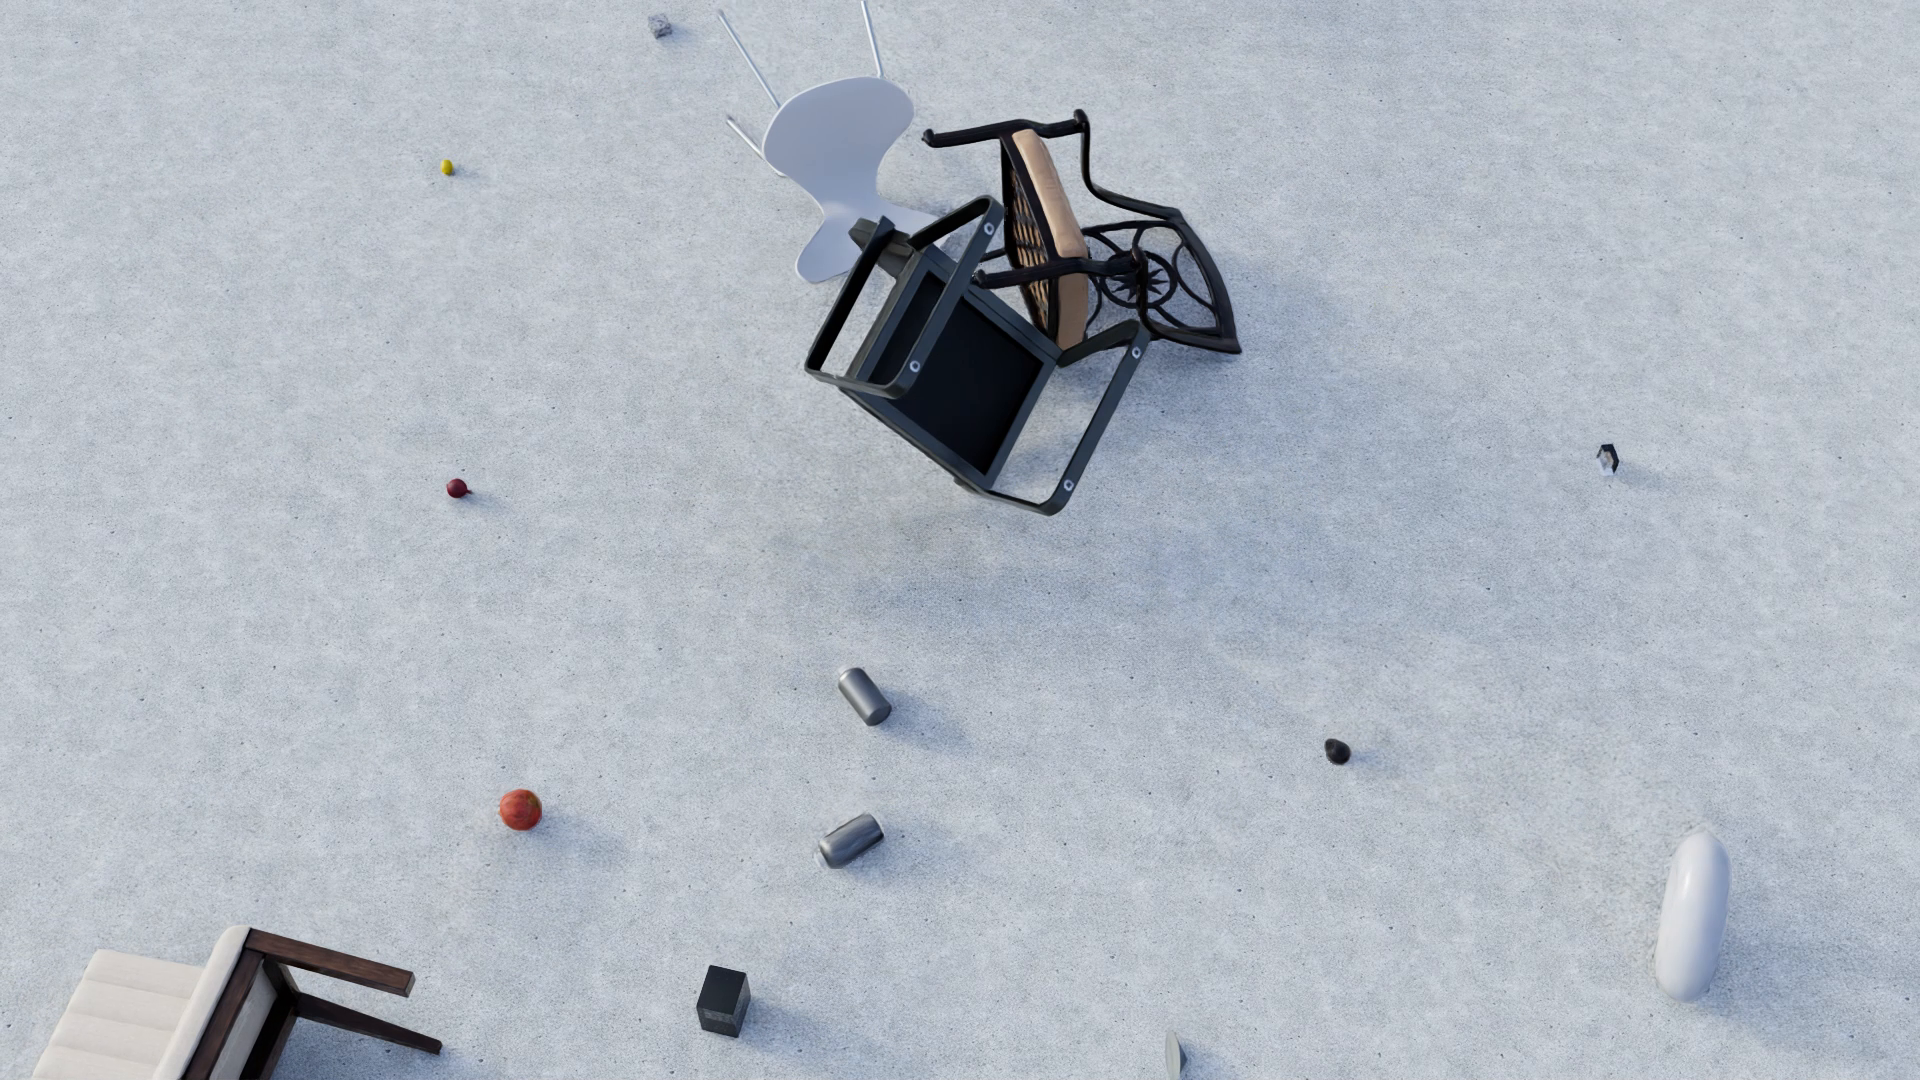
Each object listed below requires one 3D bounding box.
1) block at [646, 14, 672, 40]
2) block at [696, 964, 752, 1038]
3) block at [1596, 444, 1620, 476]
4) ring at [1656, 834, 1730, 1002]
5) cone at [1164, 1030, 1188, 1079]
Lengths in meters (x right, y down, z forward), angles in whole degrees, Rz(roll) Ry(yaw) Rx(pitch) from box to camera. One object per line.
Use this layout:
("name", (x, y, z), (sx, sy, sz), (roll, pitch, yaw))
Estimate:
("block", (-1.061, -1.816, 7.769), (0.065, 0.039, 0.072), (-21, 59, -13))
("block", (-0.610, 1.192, 5.680), (0.098, 0.157, 0.118), (11, 57, 8))
("block", (1.972, -0.244, 6.695), (0.037, 0.071, 0.067), (-7, 56, -5))
("ring", (1.896, 0.977, 5.694), (0.129, 0.312, 0.448), (9, 100, 12))
("cone", (0.567, 1.334, 5.663), (0.049, 0.060, 0.142), (19, 47, -27))
